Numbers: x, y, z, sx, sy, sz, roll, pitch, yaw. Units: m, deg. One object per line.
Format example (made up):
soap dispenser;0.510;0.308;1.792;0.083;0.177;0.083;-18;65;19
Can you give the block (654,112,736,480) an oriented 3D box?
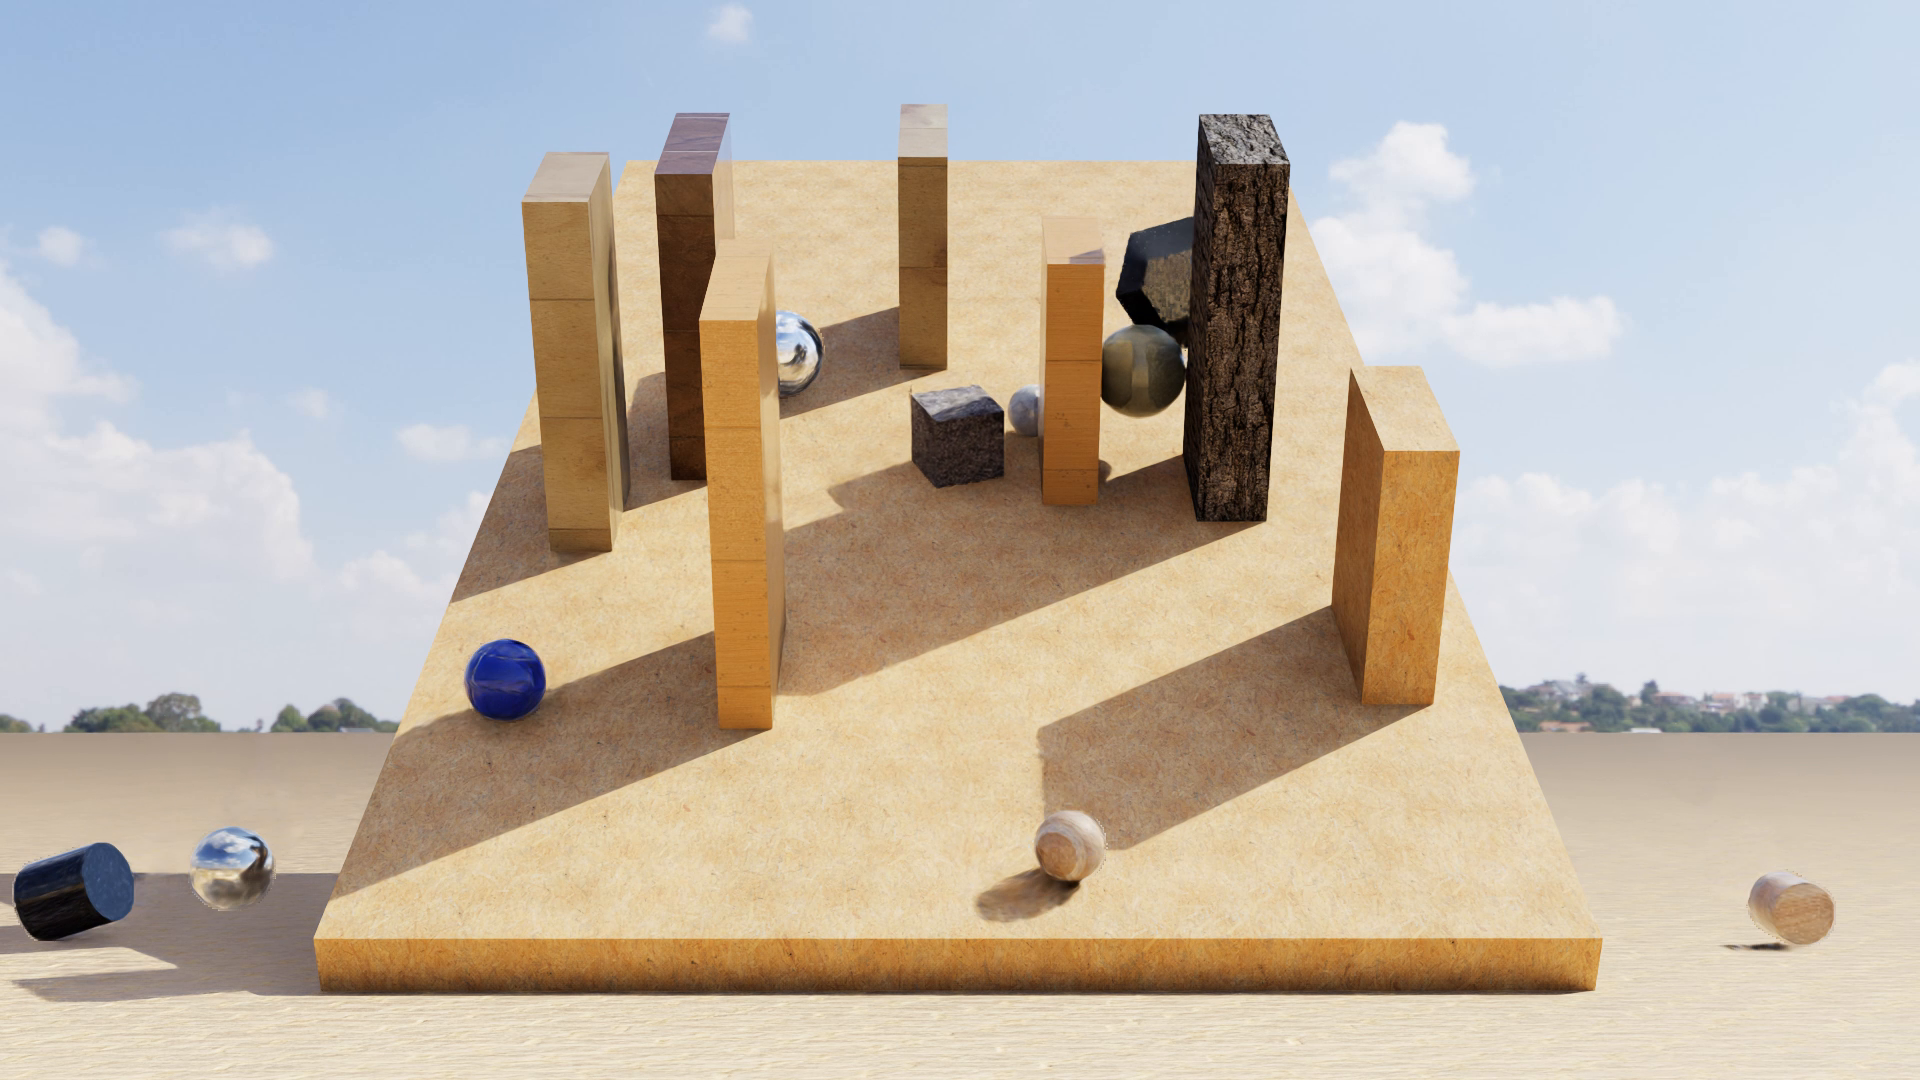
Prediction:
block;-0.571;-0.541;5.211;0.119;0.694;0.445;0;26;0

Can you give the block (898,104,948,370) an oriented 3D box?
block;-0.089;-0.751;5.817;0.116;0.534;0.441;0;26;0

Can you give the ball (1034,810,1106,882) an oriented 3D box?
ball;0.175;0.491;3.792;0.114;0.114;0.114;0;-5;0

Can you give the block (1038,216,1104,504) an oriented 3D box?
block;0.236;-0.388;5.077;0.118;0.543;0.308;0;26;0

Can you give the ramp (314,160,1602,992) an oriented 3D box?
ramp;-0.010;-0.228;5.477;2.000;0.100;4.000;0;26;0

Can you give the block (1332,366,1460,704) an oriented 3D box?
block;0.798;-0.014;4.370;0.131;0.507;0.387;0;26;0

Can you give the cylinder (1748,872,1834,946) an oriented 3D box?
cylinder;1.569;0.694;4.459;0.117;0.117;0.117;0;3;-4

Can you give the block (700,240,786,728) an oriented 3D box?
block;-0.383;-0.101;4.231;0.095;0.780;0.401;0;26;0

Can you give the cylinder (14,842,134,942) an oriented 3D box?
cylinder;-1.703;0.677;4.546;0.155;0.155;0.155;-18;-9;13

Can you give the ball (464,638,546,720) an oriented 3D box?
ball;-0.815;0.250;4.233;0.147;0.147;0.147;0;-5;0

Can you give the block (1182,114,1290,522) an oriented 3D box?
block;0.574;-0.466;4.969;0.147;0.781;0.346;0;26;0

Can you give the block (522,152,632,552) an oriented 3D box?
block;-0.778;-0.384;4.833;0.127;0.748;0.322;0;26;0

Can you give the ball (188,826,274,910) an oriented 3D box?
ball;-1.226;0.552;3.979;0.137;0.137;0.137;0;-5;0

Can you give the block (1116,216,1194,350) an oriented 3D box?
block;0.498;-0.572;5.287;0.201;0.201;0.201;-12;-45;31

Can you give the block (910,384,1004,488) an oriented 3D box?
block;-0.006;-0.228;5.187;0.159;0.159;0.159;-10;28;-19

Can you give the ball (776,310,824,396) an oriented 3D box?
ball;-0.423;-0.440;5.562;0.202;0.202;0.202;0;-5;0

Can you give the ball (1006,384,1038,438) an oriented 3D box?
ball;0.166;-0.293;5.362;0.119;0.119;0.119;0;-5;0

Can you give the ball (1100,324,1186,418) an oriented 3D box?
ball;0.398;-0.375;5.234;0.208;0.208;0.208;0;-5;0
